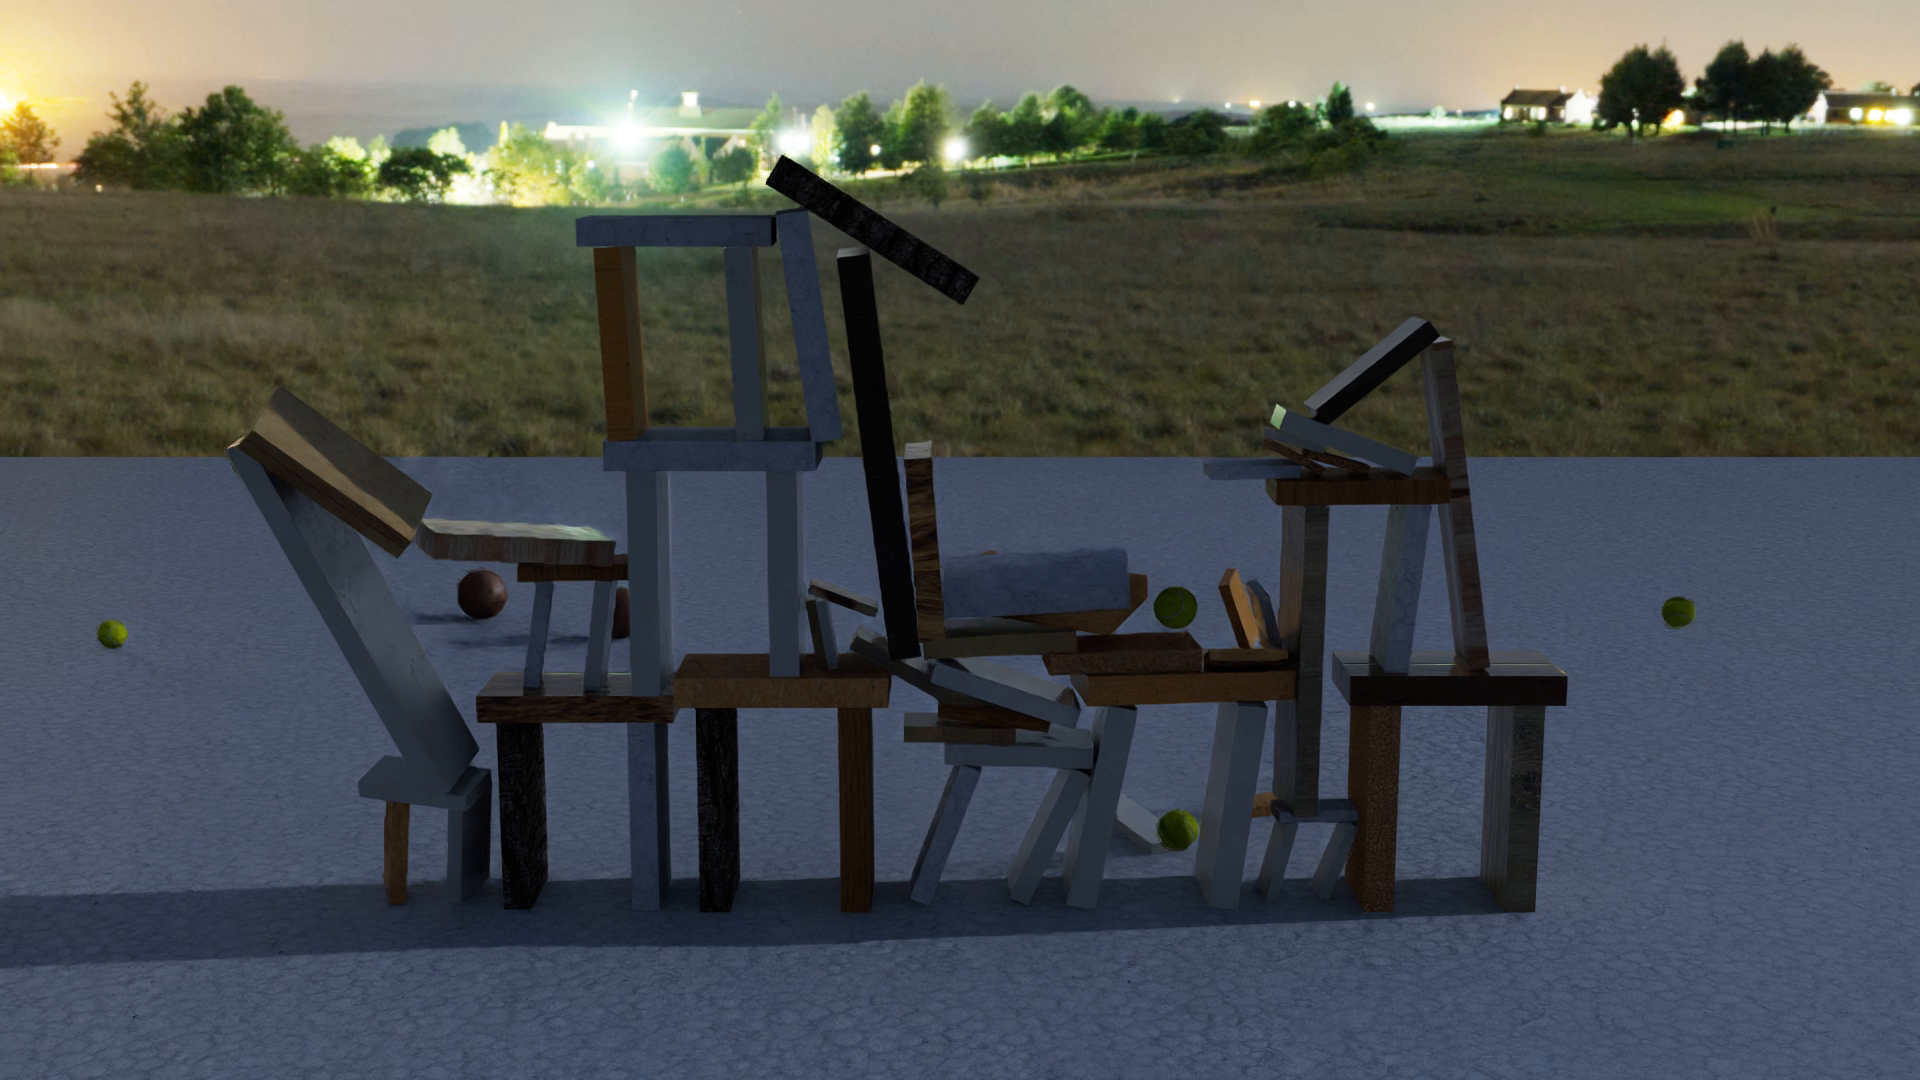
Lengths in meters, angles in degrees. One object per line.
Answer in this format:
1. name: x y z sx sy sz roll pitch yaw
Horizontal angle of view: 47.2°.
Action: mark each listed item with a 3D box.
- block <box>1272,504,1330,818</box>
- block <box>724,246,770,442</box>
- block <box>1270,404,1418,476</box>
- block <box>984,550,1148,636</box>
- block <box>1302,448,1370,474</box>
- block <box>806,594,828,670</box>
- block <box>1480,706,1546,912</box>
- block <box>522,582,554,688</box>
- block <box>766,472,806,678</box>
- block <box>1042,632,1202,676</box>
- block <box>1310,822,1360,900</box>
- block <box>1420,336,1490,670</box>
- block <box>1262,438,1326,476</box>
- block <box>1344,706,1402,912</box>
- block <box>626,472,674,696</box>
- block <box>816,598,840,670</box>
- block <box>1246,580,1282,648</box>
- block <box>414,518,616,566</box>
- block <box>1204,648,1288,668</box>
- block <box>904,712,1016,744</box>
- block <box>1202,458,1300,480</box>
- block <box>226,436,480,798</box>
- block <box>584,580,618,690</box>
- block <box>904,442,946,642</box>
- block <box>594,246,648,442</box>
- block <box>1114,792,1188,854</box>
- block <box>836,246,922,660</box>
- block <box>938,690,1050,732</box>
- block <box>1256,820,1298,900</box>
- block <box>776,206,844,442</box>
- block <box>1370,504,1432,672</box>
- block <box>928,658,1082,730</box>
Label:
1. block: 0.557 0.185 3.600 0.039 0.516 0.136 -1 11 -7
2. block: -0.337 -0.317 3.493 0.043 0.301 0.150 -3 11 -1
3. block: 0.615 -0.161 3.532 0.223 0.032 0.112 19 8 -2
4. block: 0.142 0.085 3.620 0.297 0.042 0.149 9 27 28
5. block: 0.604 -0.128 3.537 0.101 0.014 0.050 15 8 -6
6. block: -0.232 0.148 3.588 0.016 0.114 0.057 -9 10 2
7. block: 0.912 0.420 3.636 0.049 0.347 0.173 0 11 0
8. block: -0.690 0.143 3.607 0.026 0.181 0.090 8 9 -9
9. block: -0.281 0.040 3.571 0.047 0.334 0.167 0 11 0
10. block: 0.262 0.185 3.595 0.247 0.035 0.123 -2 11 -4
11. block: 0.624 0.525 3.657 0.019 0.133 0.067 21 9 -4
12. block: 0.797 -0.062 3.551 0.032 0.535 0.112 -9 10 2
13. block: 0.536 -0.135 3.533 0.101 0.014 0.050 26 7 -10
14. block: 0.682 0.420 3.636 0.049 0.347 0.173 0 11 0
15. block: -0.503 0.056 3.573 0.047 0.366 0.167 0 11 0
16. block: -0.215 0.149 3.581 0.016 0.114 0.057 -10 10 2
17. block: 0.500 0.133 3.601 0.018 0.127 0.063 -20 29 -5
18. block: -0.710 0.004 3.507 0.286 0.041 0.143 3 8 -25
19. block: 0.461 0.191 3.553 0.127 0.018 0.063 -1 -13 -2
20. block: -0.001 0.309 3.615 0.182 0.026 0.091 1 11 -1
21. block: 0.468 -0.113 3.531 0.143 0.020 0.072 -2 11 -6
22. block: -0.948 0.104 3.466 0.041 0.637 0.143 -20 19 17
23. block: -0.585 0.146 3.588 0.026 0.181 0.090 8 10 -2
24. block: -0.056 0.001 3.545 0.042 0.297 0.148 -4 12 0
25. block: -0.537 -0.317 3.492 0.043 0.301 0.150 -3 11 1
26. block: 0.317 0.514 4.021 0.072 0.020 0.316 -4 11 -19
27. block: -0.129 -0.142 3.529 0.050 0.644 0.178 -7 12 -1
28. block: 0.055 0.280 3.616 0.182 0.026 0.091 8 10 -1
29. block: 0.527 0.524 3.656 0.019 0.133 0.067 13 9 -8
30. block: -0.239 -0.344 3.481 0.050 0.356 0.178 -9 11 -3
31. block: 0.714 0.066 3.572 0.039 0.273 0.136 6 10 -1
32. block: 0.071 0.238 3.589 0.247 0.035 0.123 19 10 -7
